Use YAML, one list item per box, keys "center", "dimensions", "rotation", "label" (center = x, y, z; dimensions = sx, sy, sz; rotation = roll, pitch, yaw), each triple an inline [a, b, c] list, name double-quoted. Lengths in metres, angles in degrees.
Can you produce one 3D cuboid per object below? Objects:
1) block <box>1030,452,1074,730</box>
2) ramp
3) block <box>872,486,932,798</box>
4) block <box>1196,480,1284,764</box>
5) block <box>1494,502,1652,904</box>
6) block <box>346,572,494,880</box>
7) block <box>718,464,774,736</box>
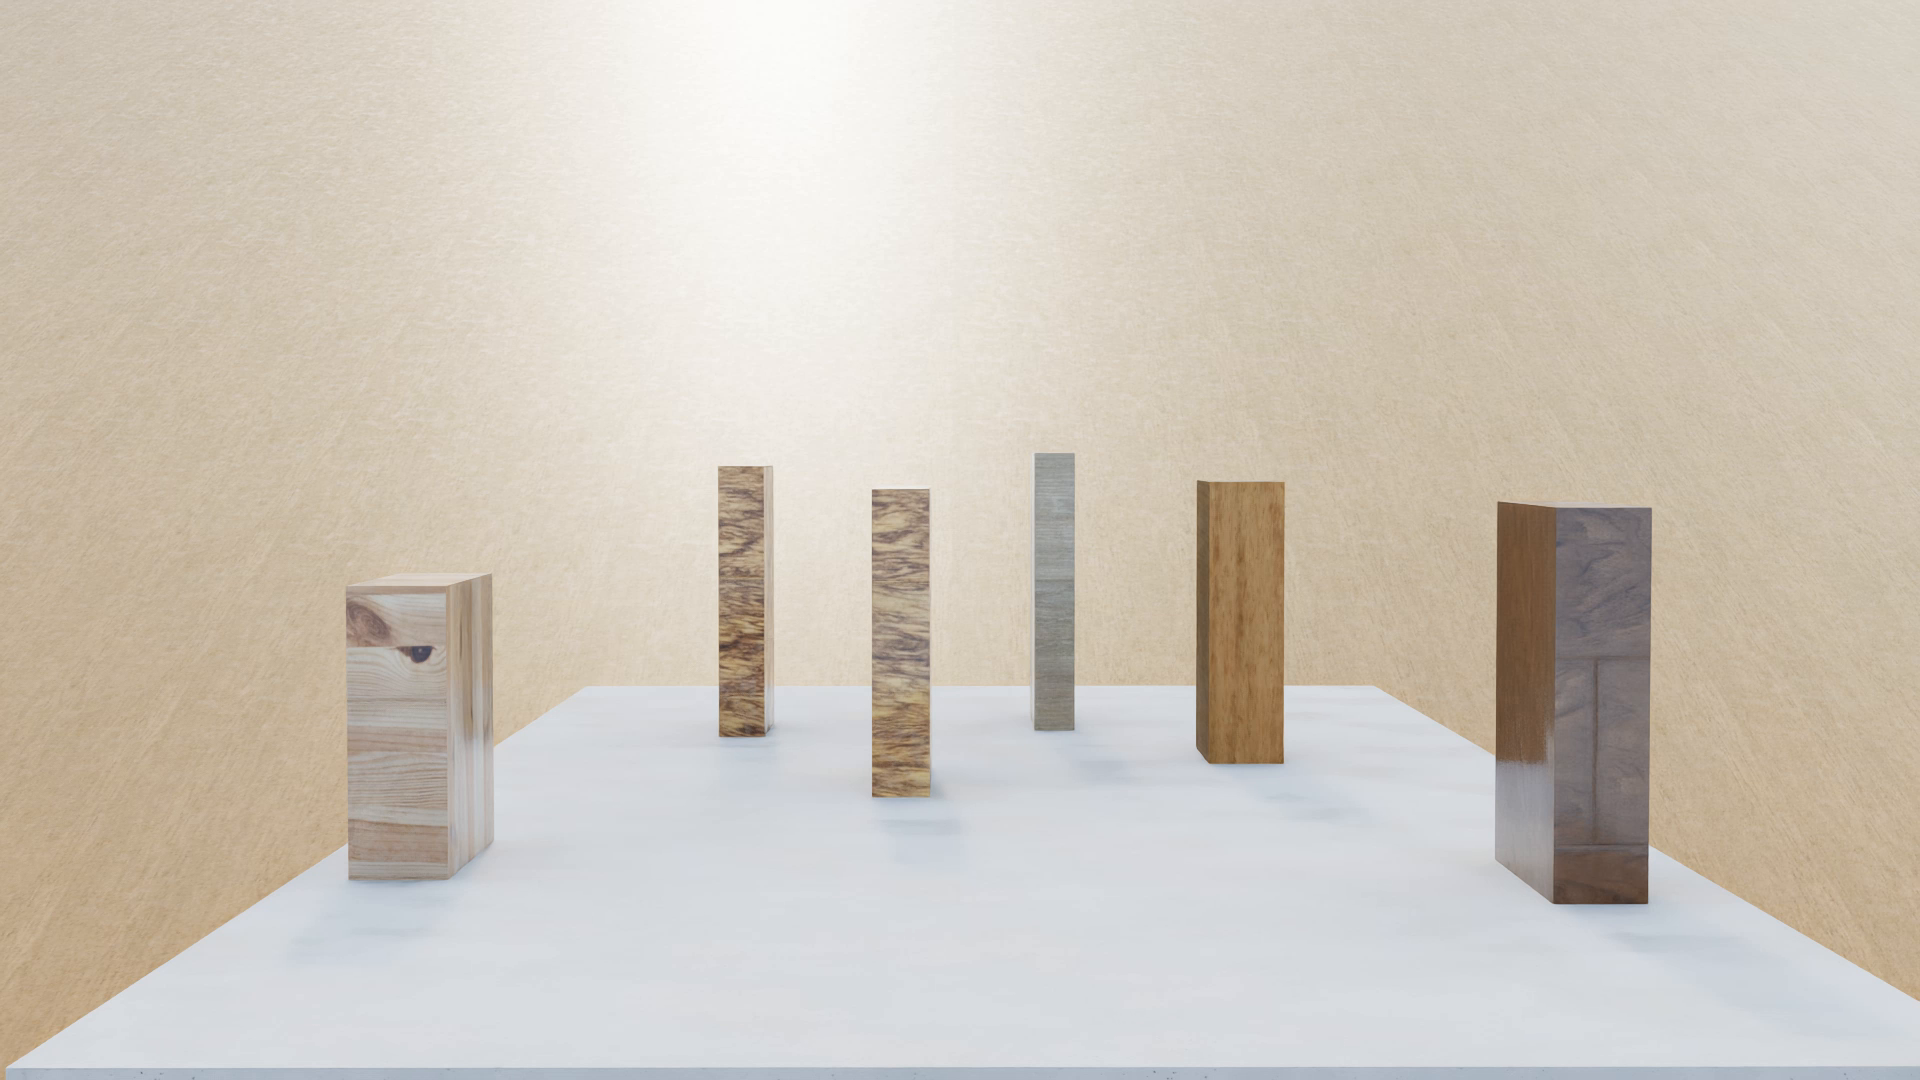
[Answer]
- center: [0.202, 0.105, 5.674]
  dimensions: [0.086, 0.595, 0.325]
  rotation: [0, 2, 0]
  label: "block"
- center: [0.055, 0.496, 4.544]
  dimensions: [2.000, 0.100, 4.000]
  rotation: [0, 2, 0]
  label: "ramp"
- center: [-0.103, 0.172, 4.676]
  dimensions: [0.101, 0.537, 0.408]
  rotation: [0, 2, 0]
  label: "block"
- center: [0.550, 0.154, 5.071]
  dimensions: [0.144, 0.541, 0.264]
  rotation: [0, 2, 0]
  label: "block"
- center: [0.855, 0.215, 3.615]
  dimensions: [0.127, 0.530, 0.373]
  rotation: [0, 2, 0]
  label: "block"
- center: [-0.793, 0.266, 3.808]
  dimensions: [0.141, 0.416, 0.363]
  rotation: [0, 2, 0]
  label: "block"
- center: [-0.458, 0.124, 5.542]
  dimensions: [0.096, 0.569, 0.292]
  rotation: [0, 2, 0]
  label: "block"
